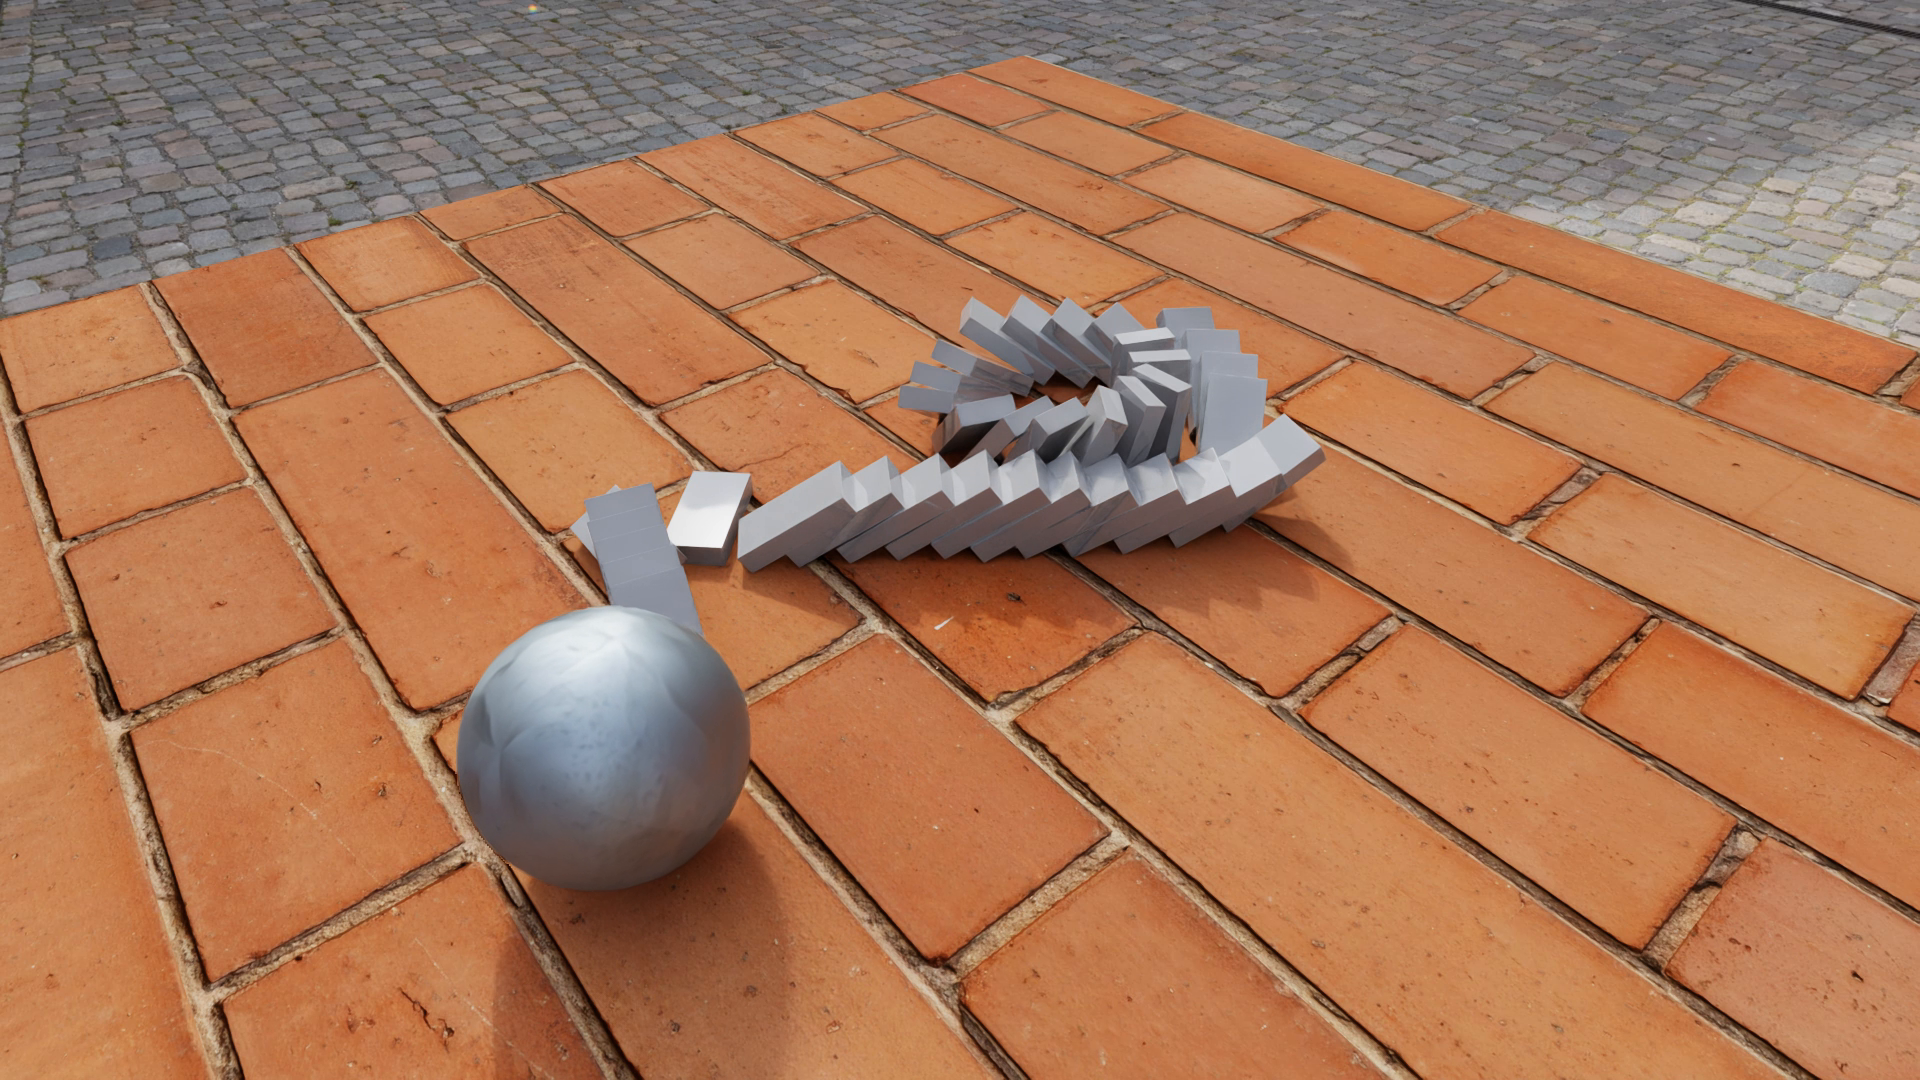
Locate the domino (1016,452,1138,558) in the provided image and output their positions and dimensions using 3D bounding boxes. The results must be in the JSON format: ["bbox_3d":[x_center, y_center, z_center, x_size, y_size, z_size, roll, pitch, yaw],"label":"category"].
[{"bbox_3d":[0.045,-0.014,0.441,0.050,0.009,0.025,-26,37,16],"label":"domino"}]

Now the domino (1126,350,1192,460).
[{"bbox_3d":[0.085,-0.058,0.482,0.025,0.050,0.010,-4,36,-5],"label":"domino"}]

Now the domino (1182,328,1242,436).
[{"bbox_3d":[0.118,-0.073,0.512,0.025,0.009,0.050,0,72,-3],"label":"domino"}]

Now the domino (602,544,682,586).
[{"bbox_3d":[-0.104,0.029,0.381,0.025,0.050,0.010,-17,1,-19],"label":"domino"}]

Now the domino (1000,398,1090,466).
[{"bbox_3d":[0.032,-0.037,0.457,0.025,0.050,0.010,-29,75,-34],"label":"domino"}]

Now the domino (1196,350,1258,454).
[{"bbox_3d":[0.120,-0.060,0.496,0.025,0.009,0.050,5,72,4],"label":"domino"}]

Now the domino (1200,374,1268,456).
[{"bbox_3d":[0.119,-0.047,0.481,0.025,0.009,0.050,8,72,10],"label":"domino"}]

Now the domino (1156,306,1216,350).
[{"bbox_3d":[0.112,-0.087,0.527,0.025,0.009,0.050,-5,73,-13],"label":"domino"}]

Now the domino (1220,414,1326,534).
[{"bbox_3d":[0.123,-0.028,0.457,0.050,0.010,0.025,-37,48,5],"label":"domino"}]

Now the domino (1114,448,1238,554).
[{"bbox_3d":[0.084,-0.016,0.444,0.050,0.010,0.025,-26,38,15],"label":"domino"}]

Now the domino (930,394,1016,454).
[{"bbox_3d":[0.005,-0.049,0.477,0.025,0.050,0.009,-13,84,-15],"label":"domino"}]

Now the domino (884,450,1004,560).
[{"bbox_3d":[-0.007,-0.014,0.439,0.050,0.009,0.025,-29,36,19],"label":"domino"}]

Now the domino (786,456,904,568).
[{"bbox_3d":[-0.047,-0.011,0.438,0.050,0.009,0.025,-29,38,14],"label":"domino"}]

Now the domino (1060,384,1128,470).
[{"bbox_3d":[0.052,-0.036,0.456,0.009,0.050,0.025,17,36,-16],"label":"domino"}]

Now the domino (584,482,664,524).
[{"bbox_3d":[-0.120,0.006,0.408,0.025,0.050,0.009,-17,1,-18],"label":"domino"}]

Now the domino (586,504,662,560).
[{"bbox_3d":[-0.115,0.014,0.399,0.025,0.050,0.010,-17,1,-19],"label":"domino"}]

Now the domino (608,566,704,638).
[{"bbox_3d":[-0.099,0.036,0.372,0.025,0.050,0.010,-17,1,-19],"label":"domino"}]

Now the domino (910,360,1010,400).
[{"bbox_3d":[0.001,-0.071,0.507,0.025,0.009,0.050,21,8,27],"label":"domino"}]

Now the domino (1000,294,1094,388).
[{"bbox_3d":[0.045,-0.098,0.543,0.050,0.010,0.025,34,39,-9],"label":"domino"}]

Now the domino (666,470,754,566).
[{"bbox_3d":[-0.104,-0.010,0.455,0.025,0.010,0.050,3,39,4],"label":"domino"}]

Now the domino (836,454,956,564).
[{"bbox_3d":[-0.026,-0.013,0.439,0.050,0.009,0.025,-28,36,17],"label":"domino"}]

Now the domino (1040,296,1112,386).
[{"bbox_3d":[0.066,-0.095,0.540,0.050,0.010,0.025,38,44,-4],"label":"domino"}]

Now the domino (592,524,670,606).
[{"bbox_3d":[-0.110,0.022,0.390,0.025,0.050,0.009,-16,0,-19],"label":"domino"}]

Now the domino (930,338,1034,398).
[{"bbox_3d":[0.011,-0.081,0.521,0.025,0.010,0.050,32,14,33],"label":"domino"}]

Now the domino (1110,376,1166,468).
[{"bbox_3d":[0.068,-0.040,0.460,0.009,0.050,0.025,-2,37,-27],"label":"domino"}]

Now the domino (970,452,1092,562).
[{"bbox_3d":[0.027,-0.013,0.439,0.050,0.010,0.025,-29,36,18],"label":"domino"}]

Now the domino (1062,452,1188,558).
[{"bbox_3d":[0.064,-0.014,0.442,0.050,0.009,0.025,-26,37,16],"label":"domino"}]

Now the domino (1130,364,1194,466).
[{"bbox_3d":[0.081,-0.047,0.468,0.009,0.050,0.025,-24,45,-35],"label":"domino"}]

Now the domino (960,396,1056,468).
[{"bbox_3d":[0.019,-0.041,0.465,0.025,0.050,0.010,-30,84,-31],"label":"domino"}]

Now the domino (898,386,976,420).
[{"bbox_3d":[-0.006,-0.060,0.492,0.025,0.010,0.050,10,3,20],"label":"domino"}]

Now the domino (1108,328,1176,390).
[{"bbox_3d":[0.081,-0.070,0.497,0.025,0.050,0.009,-10,40,-12],"label":"domino"}]

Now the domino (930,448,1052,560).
[{"bbox_3d":[0.011,-0.014,0.438,0.050,0.010,0.025,-28,36,20],"label":"domino"}]

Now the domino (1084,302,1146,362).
[{"bbox_3d":[0.086,-0.091,0.535,0.050,0.009,0.025,45,50,3],"label":"domino"}]

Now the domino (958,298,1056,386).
[{"bbox_3d":[0.024,-0.098,0.541,0.050,0.010,0.025,30,32,-16],"label":"domino"}]

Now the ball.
[{"bbox_3d":[-0.101,0.059,0.316,0.080,0.080,0.080,0,39,0],"label":"ball"}]

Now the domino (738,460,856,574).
[{"bbox_3d":[-0.065,-0.009,0.435,0.050,0.010,0.025,-29,38,14],"label":"domino"}]

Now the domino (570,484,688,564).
[{"bbox_3d":[-0.131,0.001,0.434,0.025,0.010,0.050,-45,53,-8],"label":"domino"}]

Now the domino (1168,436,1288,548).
[{"bbox_3d":[0.104,-0.019,0.448,0.050,0.009,0.025,-30,41,11],"label":"domino"}]
